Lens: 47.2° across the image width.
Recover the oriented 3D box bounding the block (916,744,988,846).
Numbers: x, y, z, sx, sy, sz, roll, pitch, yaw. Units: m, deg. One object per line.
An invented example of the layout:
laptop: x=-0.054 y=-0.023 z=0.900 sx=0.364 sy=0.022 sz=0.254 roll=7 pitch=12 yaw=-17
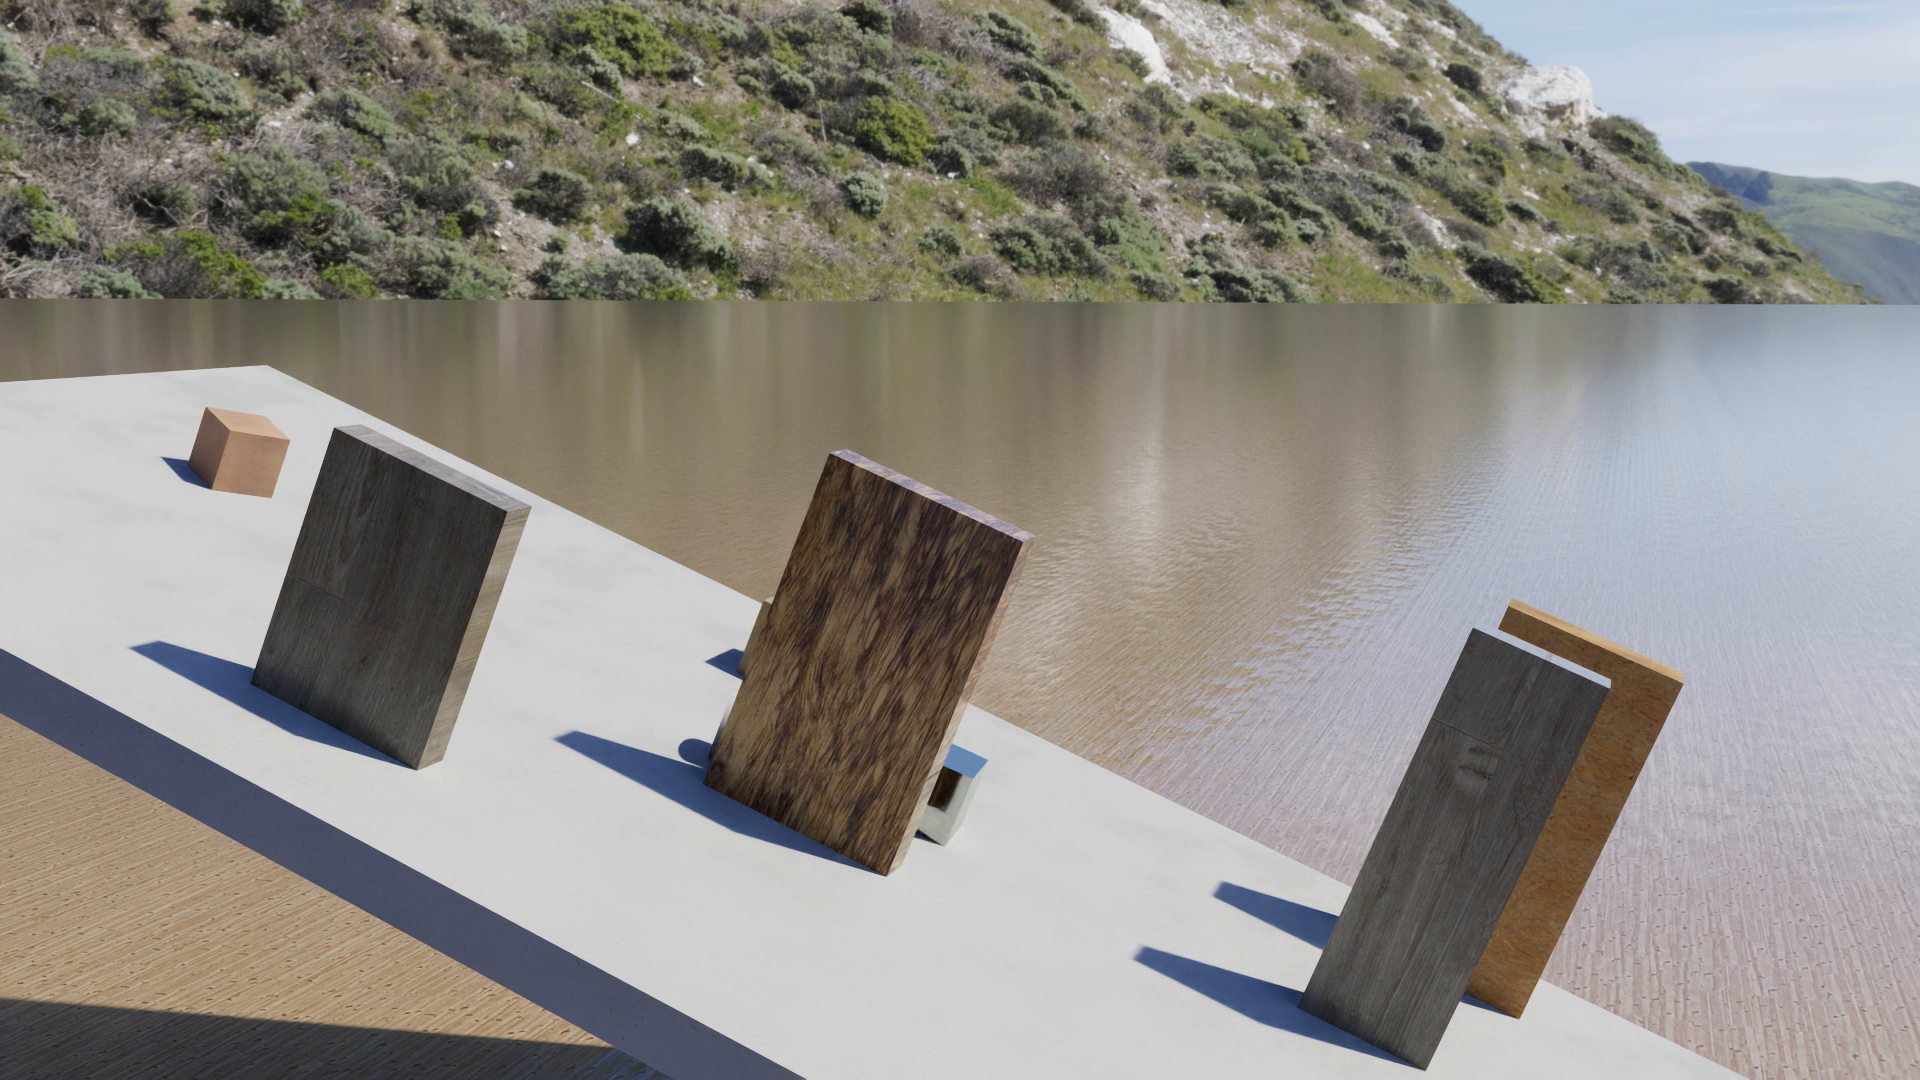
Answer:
block: x=-0.053 y=0.480 z=4.269 sx=0.147 sy=0.147 sz=0.147 roll=24 pitch=13 yaw=8

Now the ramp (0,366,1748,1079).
ramp: x=-0.303 y=0.535 z=4.192 sx=4.000 sy=0.100 sz=2.000 roll=25 pitch=13 yaw=13

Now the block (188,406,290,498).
block: x=-1.513 y=-0.184 z=4.615 sx=0.134 sy=0.134 sz=0.134 roll=9 pitch=18 yaw=-44

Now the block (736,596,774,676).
block: x=-0.349 y=0.229 z=4.755 sx=0.171 sy=0.171 sz=0.171 roll=24 pitch=13 yaw=11

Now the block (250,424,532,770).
block: x=-0.948 y=0.093 z=3.649 sx=0.339 sy=0.471 sz=0.081 roll=25 pitch=13 yaw=13

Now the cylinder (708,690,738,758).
cylinder: x=-0.390 y=0.372 z=4.178 sx=0.138 sy=0.138 sz=0.138 roll=21 pitch=6 yaw=-4

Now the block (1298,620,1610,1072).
block: x=0.902 y=0.563 z=4.038 sx=0.258 sy=0.793 sz=0.092 roll=25 pitch=13 yaw=13

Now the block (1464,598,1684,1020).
block: x=1.143 y=0.551 z=4.523 sx=0.367 sy=0.774 sz=0.122 roll=25 pitch=13 yaw=13

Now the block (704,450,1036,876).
block: x=-0.168 y=0.221 z=3.966 sx=0.385 sy=0.666 sz=0.088 roll=25 pitch=13 yaw=13
